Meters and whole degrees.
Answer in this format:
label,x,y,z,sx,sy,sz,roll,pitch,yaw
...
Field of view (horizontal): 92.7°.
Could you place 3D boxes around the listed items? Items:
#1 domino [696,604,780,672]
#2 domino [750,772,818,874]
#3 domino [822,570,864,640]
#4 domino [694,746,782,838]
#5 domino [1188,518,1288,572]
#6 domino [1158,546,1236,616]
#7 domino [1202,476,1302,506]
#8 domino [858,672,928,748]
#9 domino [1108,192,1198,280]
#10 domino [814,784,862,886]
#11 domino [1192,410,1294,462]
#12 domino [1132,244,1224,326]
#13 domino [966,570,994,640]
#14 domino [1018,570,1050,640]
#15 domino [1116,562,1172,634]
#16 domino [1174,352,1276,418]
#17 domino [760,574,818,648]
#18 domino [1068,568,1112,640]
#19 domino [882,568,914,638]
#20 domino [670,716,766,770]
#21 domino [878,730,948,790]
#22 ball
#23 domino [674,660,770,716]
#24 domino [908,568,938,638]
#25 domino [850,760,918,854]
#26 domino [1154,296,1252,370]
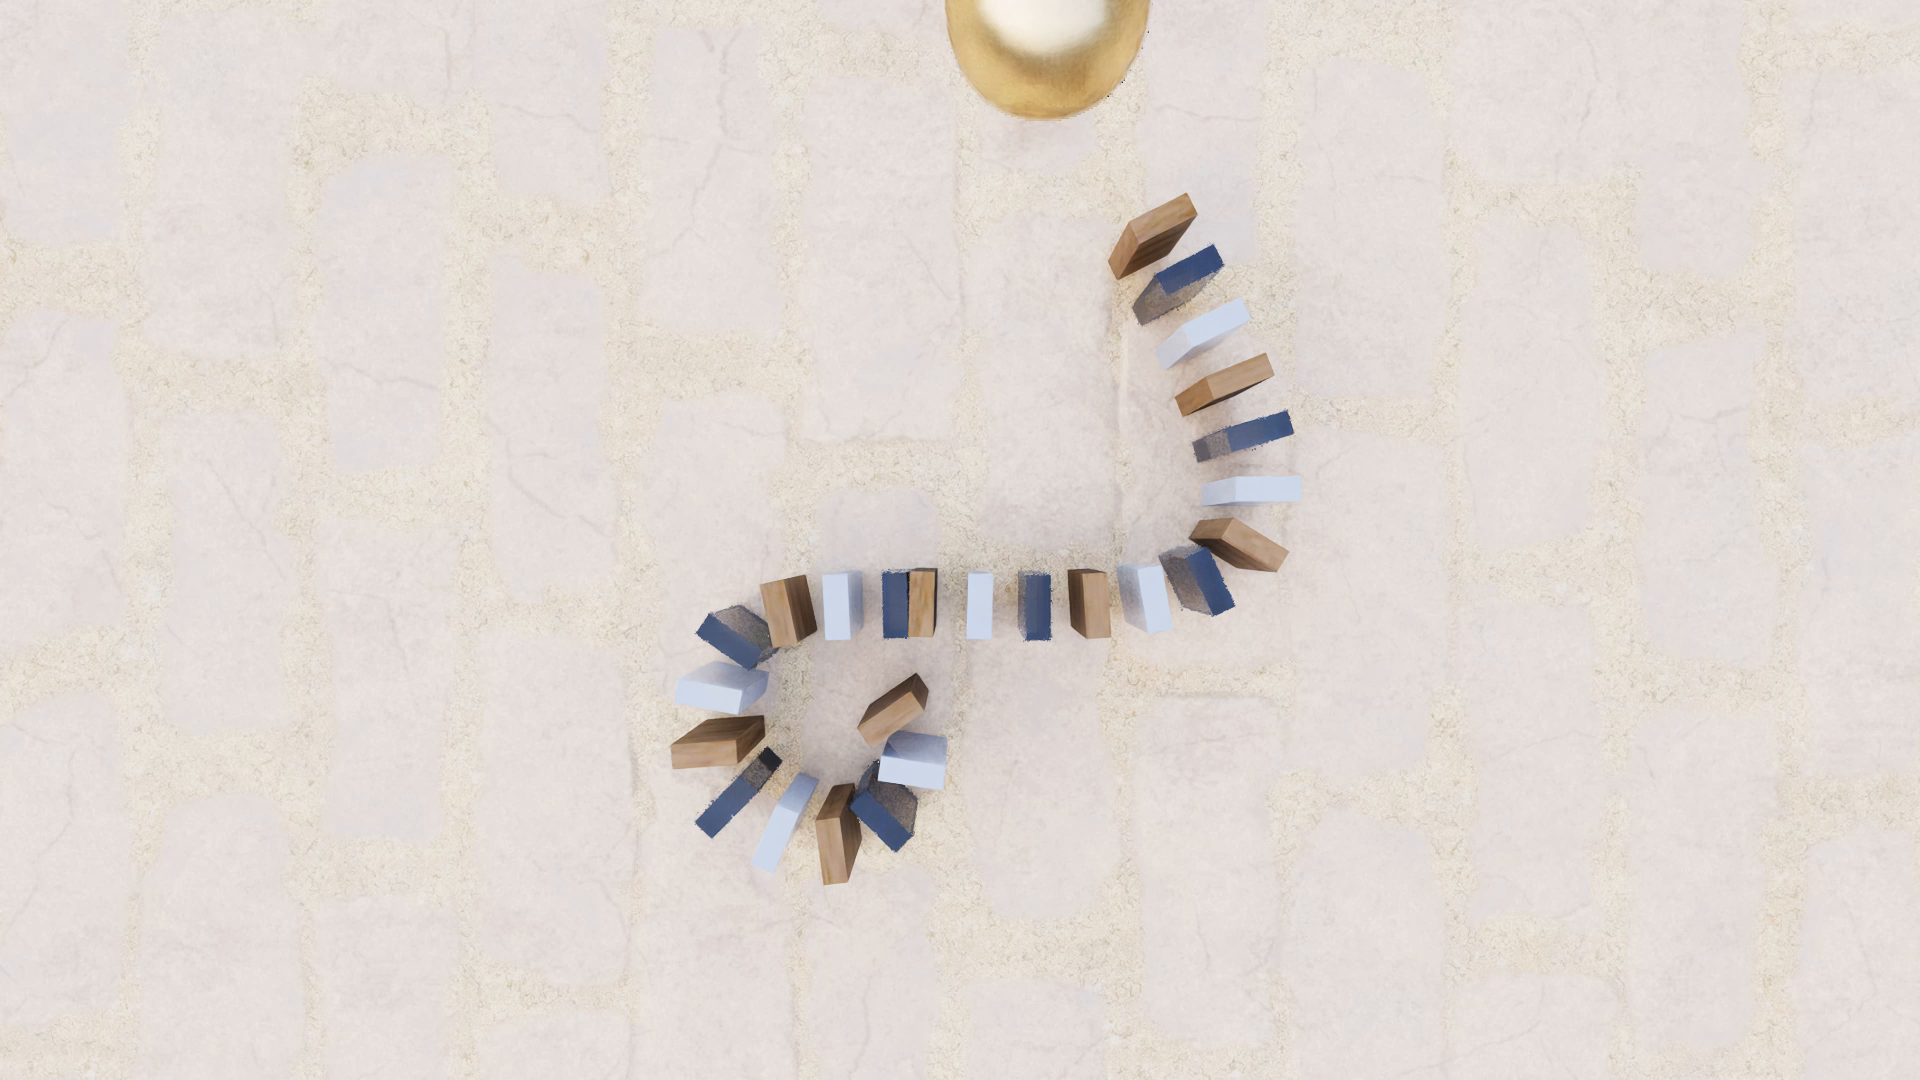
label,x,y,z,sx,sy,sz,roll,pitch,yaw
domino,-0.088,0.039,0.375,0.025,0.050,0.010,35,90,0
domino,-0.071,0.114,0.375,0.010,0.050,0.025,24,90,0
domino,-0.047,0.026,0.375,0.010,0.050,0.025,-3,90,0
domino,-0.089,0.102,0.375,0.010,0.050,0.025,45,90,0
domino,0.113,0.002,0.375,0.025,0.050,0.009,31,90,0
domino,0.096,0.016,0.375,0.010,0.050,0.025,-26,90,0
domino,0.118,-0.020,0.375,0.025,0.050,0.010,0,90,0
domino,-0.027,0.069,0.375,0.025,0.050,0.010,-34,90,0
domino,0.078,-0.123,0.375,0.025,0.050,0.009,-27,90,0
domino,-0.049,0.119,0.375,0.009,0.050,0.025,-8,90,0
domino,0.115,-0.042,0.375,0.025,0.050,0.010,-16,90,0
domino,0.088,-0.103,0.375,0.025,0.050,0.009,-27,90,0
domino,0.008,0.025,0.375,0.010,0.050,0.025,2,90,0
domino,0.030,0.026,0.375,0.010,0.050,0.025,0,90,0
domino,0.075,0.023,0.375,0.010,0.050,0.025,-10,90,0
domino,0.107,-0.063,0.375,0.025,0.050,0.010,-22,90,0
domino,-0.069,0.028,0.375,0.009,0.050,0.025,-12,90,0
domino,0.052,0.025,0.375,0.009,0.050,0.025,-4,90,0
domino,-0.025,0.025,0.375,0.010,0.050,0.025,-1,90,0
domino,-0.098,0.082,0.375,0.025,0.050,0.009,-4,90,0
domino,-0.018,0.089,0.375,0.025,0.050,0.009,8,90,0
ball,0.034,-0.209,0.360,0.080,0.080,0.080,0,90,0
domino,-0.096,0.060,0.375,0.025,0.050,0.010,11,90,0
domino,-0.015,0.025,0.375,0.009,0.050,0.025,1,90,0
domino,-0.030,0.108,0.375,0.025,0.050,0.010,45,90,0
domino,0.098,-0.083,0.375,0.025,0.050,0.009,-26,90,0
